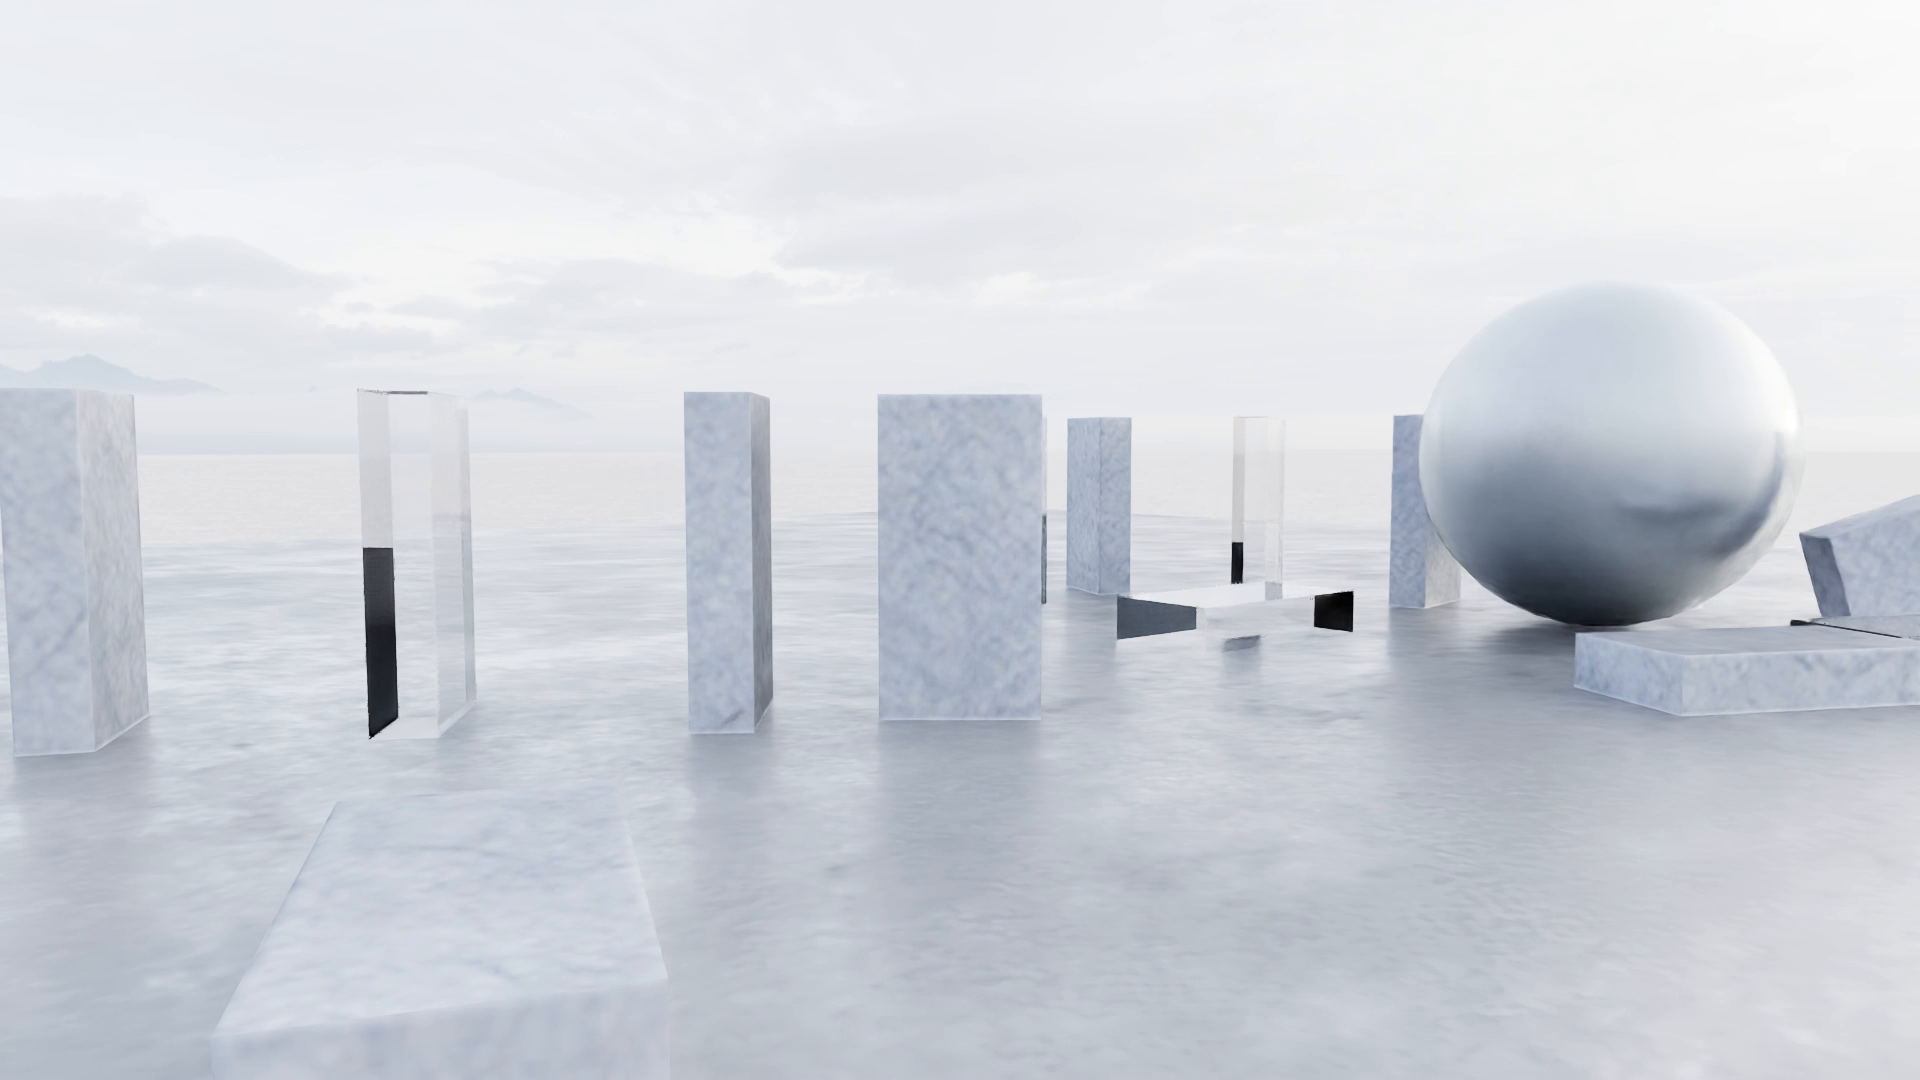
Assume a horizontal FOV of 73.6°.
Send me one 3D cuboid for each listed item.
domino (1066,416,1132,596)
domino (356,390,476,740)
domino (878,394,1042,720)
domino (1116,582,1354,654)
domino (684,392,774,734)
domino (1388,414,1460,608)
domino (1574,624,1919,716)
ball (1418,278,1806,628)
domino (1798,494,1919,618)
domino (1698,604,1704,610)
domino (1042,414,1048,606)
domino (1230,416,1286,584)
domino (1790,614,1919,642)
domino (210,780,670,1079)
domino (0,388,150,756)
[{"bbox_3d":[0.040,-0.010,0.373,0.009,0.050,0.025,-1,4,-17],"label":"domino"},{"bbox_3d":[-0.082,0.003,0.196,0.009,0.050,0.025,-1,4,-9],"label":"domino"},{"bbox_3d":[0.000,0.002,0.201,0.025,0.050,0.009,0,4,0],"label":"domino"},{"bbox_3d":[0.061,0.017,0.284,0.050,0.009,0.025,-3,5,-38],"label":"domino"},{"bbox_3d":[-0.035,0.003,0.199,0.009,0.050,0.025,0,4,-2],"label":"domino"},{"bbox_3d":[0.125,-0.008,0.342,0.009,0.050,0.025,4,6,41],"label":"domino"},{"bbox_3d":[0.135,0.022,0.218,0.050,0.009,0.025,-1,4,-12],"label":"domino"},{"bbox_3d":[0.149,-0.020,0.298,0.080,0.080,0.080,0,4,0],"label":"ball"},{"bbox_3d":[0.203,0.003,0.264,0.050,0.025,0.010,-18,5,0],"label":"domino"},{"bbox_3d":[0.191,-0.010,0.334,0.010,0.050,0.025,5,-28,49],"label":"domino"},{"bbox_3d":[0.010,-0.008,0.340,0.025,0.050,0.009,2,5,19],"label":"domino"},{"bbox_3d":[0.086,-0.010,0.367,0.009,0.050,0.025,2,5,25],"label":"domino"},{"bbox_3d":[0.184,0.020,0.236,0.050,0.009,0.025,-1,4,-12],"label":"domino"},{"bbox_3d":[-0.038,0.030,0.099,0.025,0.009,0.050,-1,5,-19],"label":"domino"},{"bbox_3d":[-0.128,0.004,0.186,0.010,0.050,0.025,-1,4,-17],"label":"domino"}]
